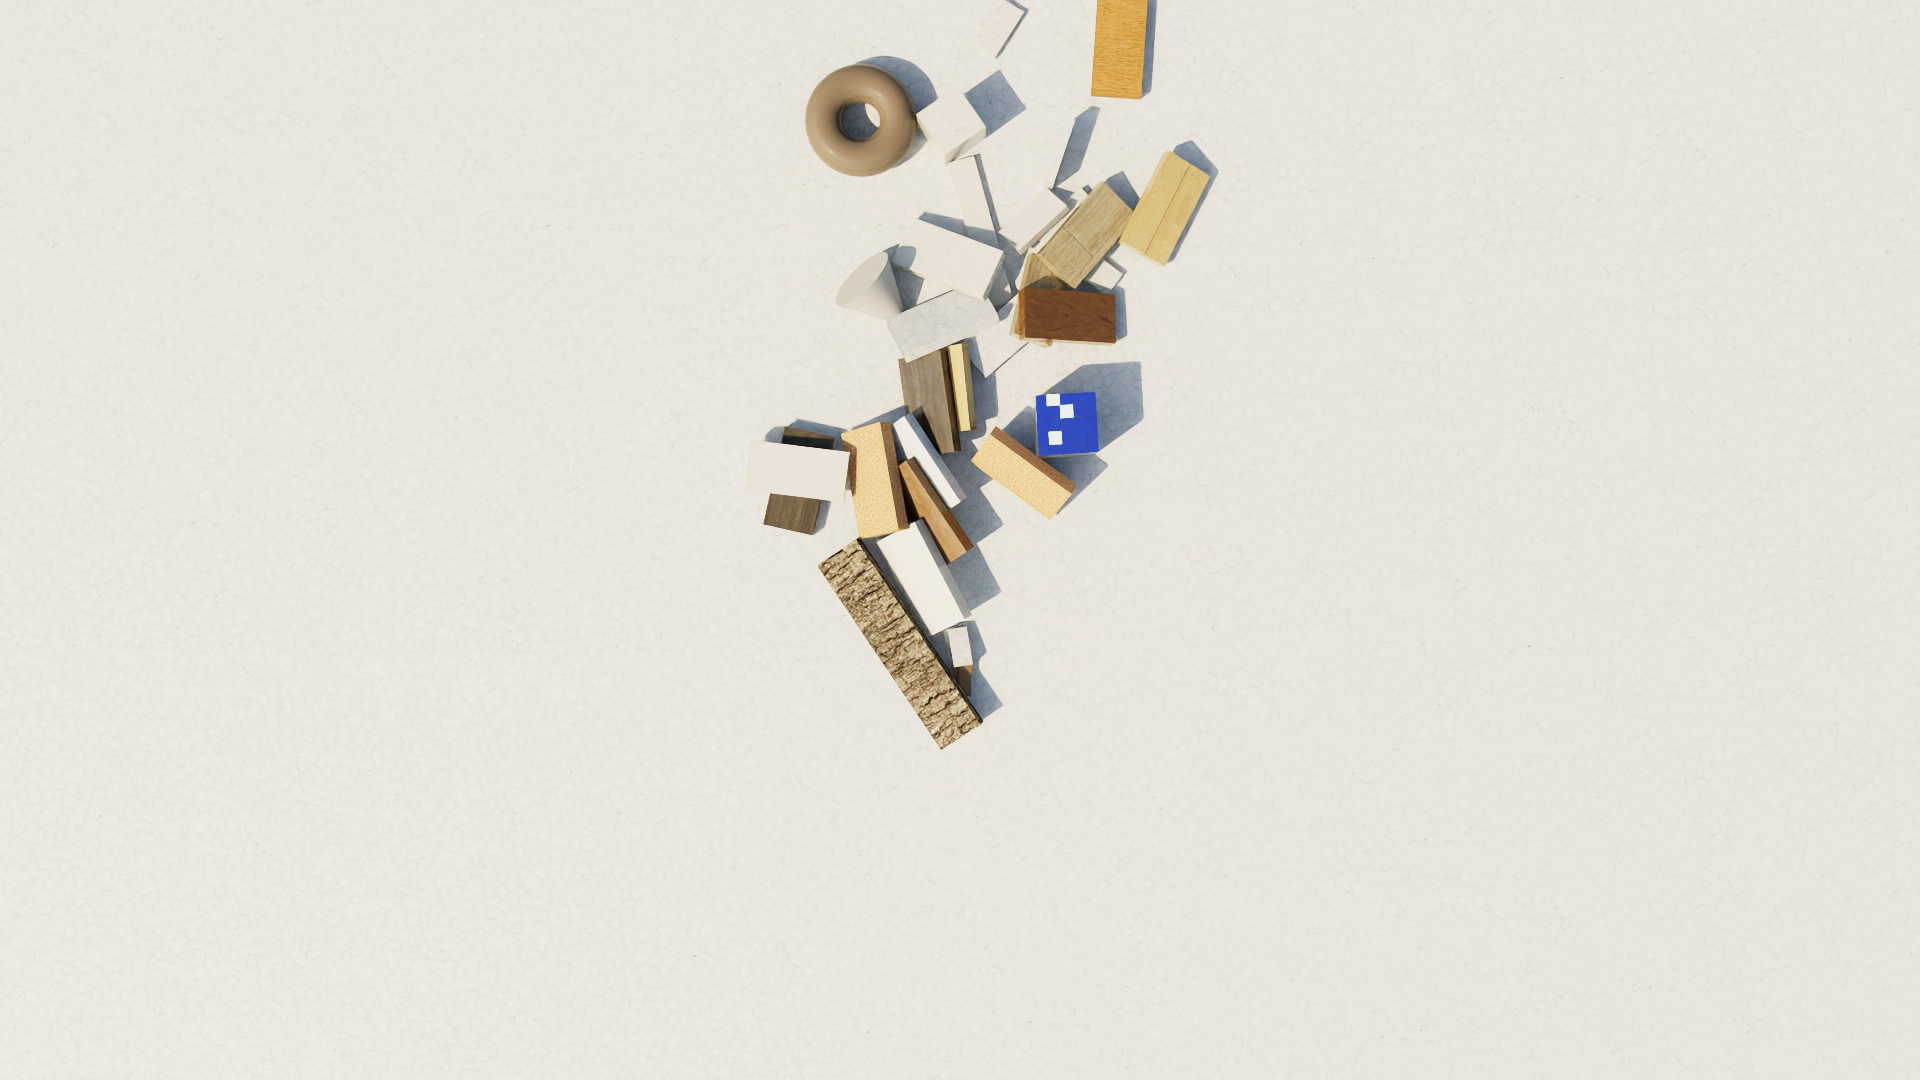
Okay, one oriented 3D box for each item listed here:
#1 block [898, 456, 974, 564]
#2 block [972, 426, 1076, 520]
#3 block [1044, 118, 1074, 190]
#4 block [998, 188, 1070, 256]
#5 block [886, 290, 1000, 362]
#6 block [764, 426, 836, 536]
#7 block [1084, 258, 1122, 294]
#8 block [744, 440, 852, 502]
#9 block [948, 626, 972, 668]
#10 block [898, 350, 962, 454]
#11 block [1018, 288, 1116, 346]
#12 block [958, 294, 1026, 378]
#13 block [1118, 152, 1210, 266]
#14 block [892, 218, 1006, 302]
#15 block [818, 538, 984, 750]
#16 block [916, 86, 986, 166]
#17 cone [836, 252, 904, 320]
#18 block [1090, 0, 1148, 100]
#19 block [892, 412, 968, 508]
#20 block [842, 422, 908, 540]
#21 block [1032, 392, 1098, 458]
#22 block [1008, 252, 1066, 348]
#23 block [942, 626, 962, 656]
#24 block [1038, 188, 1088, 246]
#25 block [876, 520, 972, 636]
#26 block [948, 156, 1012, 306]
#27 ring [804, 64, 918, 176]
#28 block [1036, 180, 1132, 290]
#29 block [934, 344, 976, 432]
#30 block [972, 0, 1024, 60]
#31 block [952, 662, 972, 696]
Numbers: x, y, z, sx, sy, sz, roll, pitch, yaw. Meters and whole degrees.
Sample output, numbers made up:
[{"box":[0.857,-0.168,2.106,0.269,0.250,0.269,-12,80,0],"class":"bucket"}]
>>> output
[{"box":[-0.124,-0.078,5.427,0.178,0.050,0.356,-34,90,37],"class":"block"},{"box":[0.208,-0.218,5.422,0.329,0.164,0.047,36,51,0],"class":"block"},{"box":[0.327,-1.275,5.446,0.031,0.108,0.217,19,90,0],"class":"block"},{"box":[0.244,-1.055,5.461,0.217,0.031,0.108,-43,62,0],"class":"block"},{"box":[-0.057,-0.719,5.419,0.333,0.047,0.166,-24,57,-5],"class":"block"},{"box":[-0.534,-0.196,5.476,0.167,0.047,0.334,13,90,0],"class":"block"},{"box":[0.443,-0.901,5.487,0.177,0.025,0.089,37,90,0],"class":"block"},{"box":[-0.533,-0.226,5.425,0.329,0.047,0.164,7,90,4],"class":"block"},{"box":[0.001,0.354,5.460,0.063,0.018,0.126,-9,79,-5],"class":"block"},{"box":[-0.100,-0.445,5.436,0.167,0.047,0.333,-8,90,32],"class":"block"},{"box":[0.353,-0.732,5.414,0.328,0.046,0.164,1,86,-21],"class":"block"},{"box":[0.144,-0.684,5.467,0.282,0.040,0.141,-41,101,0],"class":"block"},{"box":[0.675,-1.093,5.450,0.167,0.047,0.334,27,90,-19],"class":"block"},{"box":[-0.038,-0.925,5.430,0.334,0.047,0.167,23,84,13],"class":"block"},{"box":[-0.197,0.342,5.455,0.164,0.047,0.734,-34,90,16],"class":"block"},{"box":[-0.029,-1.358,5.419,0.162,0.162,0.162,-35,90,0],"class":"block"},{"box":[-0.245,-0.784,5.448,0.234,0.234,0.234,-47,117,0],"class":"cone"},{"box":[0.529,-1.637,5.477,0.164,0.046,0.328,4,90,0],"class":"block"},{"box":[-0.135,-0.235,5.430,0.167,0.047,0.333,-33,91,37],"class":"block"},{"box":[-0.280,-0.194,5.413,0.178,0.050,0.356,-13,85,40],"class":"block"},{"box":[0.345,-0.374,5.403,0.194,0.194,0.194,-3,90,0],"class":"block"},{"box":[0.262,-0.788,5.430,0.141,0.040,0.282,17,80,-20],"class":"block"},{"box":[-0.009,0.352,5.491,0.063,0.018,0.126,-18,90,0],"class":"block"},{"box":[0.356,-1.057,5.485,0.217,0.031,0.108,-41,90,0],"class":"block"},{"box":[-0.118,0.127,5.428,0.178,0.050,0.355,-27,90,35],"class":"block"},{"box":[0.069,-1.023,5.487,0.089,0.025,0.499,-15,90,0],"class":"block"},{"box":[-0.327,-1.383,5.440,0.371,0.124,0.371,0,90,-1],"class":"ring"},{"box":[0.417,-1.003,5.434,0.164,0.046,0.328,42,82,-15],"class":"block"},{"box":[-0.028,-0.496,5.440,0.141,0.040,0.282,-5,92,34],"class":"block"},{"box":[0.127,-1.702,5.487,0.089,0.025,0.177,33,90,0],"class":"block"},{"box":[0.006,0.456,5.480,0.063,0.018,0.126,1,99,-3],"class":"block"}]
